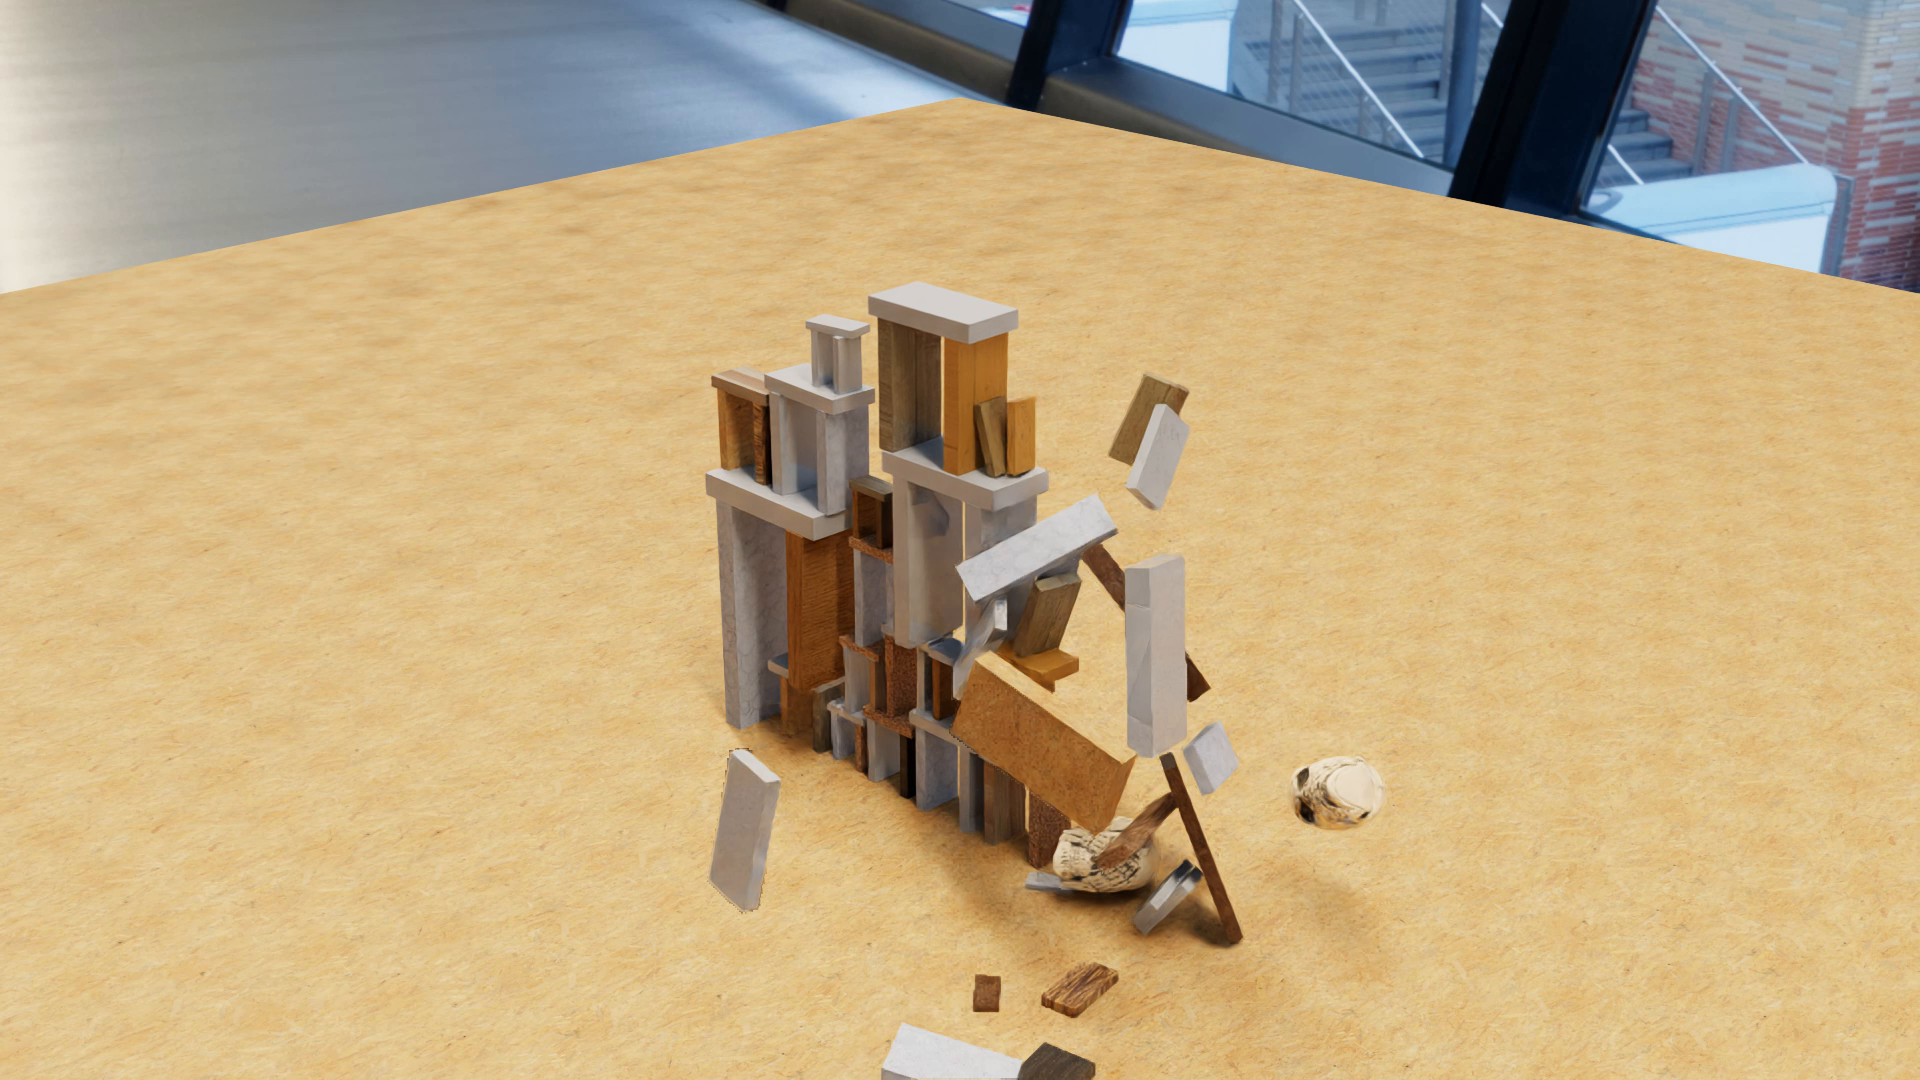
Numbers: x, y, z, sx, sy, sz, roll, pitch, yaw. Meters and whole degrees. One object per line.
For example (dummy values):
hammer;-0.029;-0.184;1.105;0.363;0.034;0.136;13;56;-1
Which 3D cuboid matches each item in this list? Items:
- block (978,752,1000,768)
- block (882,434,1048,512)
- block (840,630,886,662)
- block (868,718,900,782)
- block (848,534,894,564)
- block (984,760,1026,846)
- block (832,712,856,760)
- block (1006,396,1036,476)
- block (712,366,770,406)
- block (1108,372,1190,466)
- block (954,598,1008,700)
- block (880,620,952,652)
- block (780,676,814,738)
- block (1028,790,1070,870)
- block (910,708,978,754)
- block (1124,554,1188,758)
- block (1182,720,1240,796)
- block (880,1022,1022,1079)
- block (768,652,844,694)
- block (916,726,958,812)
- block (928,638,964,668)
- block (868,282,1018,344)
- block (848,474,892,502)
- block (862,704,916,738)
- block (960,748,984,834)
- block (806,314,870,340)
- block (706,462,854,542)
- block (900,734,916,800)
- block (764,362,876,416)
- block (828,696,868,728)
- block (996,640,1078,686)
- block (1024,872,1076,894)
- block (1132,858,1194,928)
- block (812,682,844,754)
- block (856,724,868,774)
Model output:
block;0.131;0.425;4.258;0.091;0.026;0.183;-20;30;-39
block;0.008;-0.131;4.158;0.296;0.042;0.148;21;31;40
block;-0.186;0.216;4.511;0.116;0.016;0.058;21;31;41
block;-0.158;0.425;4.573;0.021;0.145;0.072;21;31;41
block;-0.148;0.013;4.392;0.071;0.020;0.142;-21;31;-40
block;0.089;0.504;4.339;0.091;0.183;0.026;-21;31;-40
block;-0.245;0.407;4.659;0.016;0.112;0.056;21;31;41
block;0.114;-0.194;4.067;0.019;0.137;0.068;10;18;33
block;-0.423;-0.319;4.544;0.089;0.025;0.177;-21;31;-40
block;0.338;-0.211;3.949;0.084;0.167;0.024;21;22;-7
block;0.037;0.201;4.048;0.026;0.184;0.092;19;35;-14
block;-0.087;0.185;4.403;0.137;0.019;0.068;21;31;40
block;-0.351;0.342;4.754;0.022;0.157;0.078;21;31;41
block;0.174;0.538;4.259;0.091;0.183;0.026;-21;31;-40
block;-0.003;0.368;4.380;0.187;0.027;0.094;21;31;41
block;0.344;0.201;3.853;0.047;0.330;0.165;2;9;27
block;0.467;0.404;4.086;0.026;0.093;0.186;-23;1;23
block;-0.013;0.814;3.374;0.197;0.028;0.099;15;36;10
block;-0.326;0.278;4.674;0.157;0.022;0.078;21;31;38
block;-0.047;0.449;4.463;0.027;0.187;0.094;21;31;41
block;0.007;0.230;4.310;0.066;0.019;0.132;-21;31;-40
block;-0.033;-0.422;4.072;0.262;0.037;0.131;21;31;40
block;-0.166;-0.103;4.355;0.052;0.015;0.104;-21;31;-40
block;-0.124;0.363;4.509;0.145;0.021;0.072;21;31;41
block;0.042;0.484;4.381;0.027;0.187;0.094;21;31;41
block;-0.239;-0.419;4.311;0.116;0.016;0.058;16;27;33
block;-0.351;-0.093;4.562;0.175;0.050;0.350;-20;30;-40
block;-0.090;0.452;4.510;0.021;0.145;0.072;21;31;41
block;-0.281;-0.303;4.397;0.109;0.031;0.218;-20;30;-38
block;-0.219;0.358;4.609;0.112;0.016;0.056;21;31;41
block;0.123;0.220;4.176;0.097;0.027;0.194;-20;30;-38
block;0.173;0.655;4.200;0.092;0.013;0.046;5;23;11
block;0.373;0.649;4.049;0.020;0.071;0.142;43;45;6
block;-0.277;0.371;4.685;0.022;0.157;0.078;22;31;40
block;-0.192;0.427;4.610;0.016;0.112;0.056;21;31;41
